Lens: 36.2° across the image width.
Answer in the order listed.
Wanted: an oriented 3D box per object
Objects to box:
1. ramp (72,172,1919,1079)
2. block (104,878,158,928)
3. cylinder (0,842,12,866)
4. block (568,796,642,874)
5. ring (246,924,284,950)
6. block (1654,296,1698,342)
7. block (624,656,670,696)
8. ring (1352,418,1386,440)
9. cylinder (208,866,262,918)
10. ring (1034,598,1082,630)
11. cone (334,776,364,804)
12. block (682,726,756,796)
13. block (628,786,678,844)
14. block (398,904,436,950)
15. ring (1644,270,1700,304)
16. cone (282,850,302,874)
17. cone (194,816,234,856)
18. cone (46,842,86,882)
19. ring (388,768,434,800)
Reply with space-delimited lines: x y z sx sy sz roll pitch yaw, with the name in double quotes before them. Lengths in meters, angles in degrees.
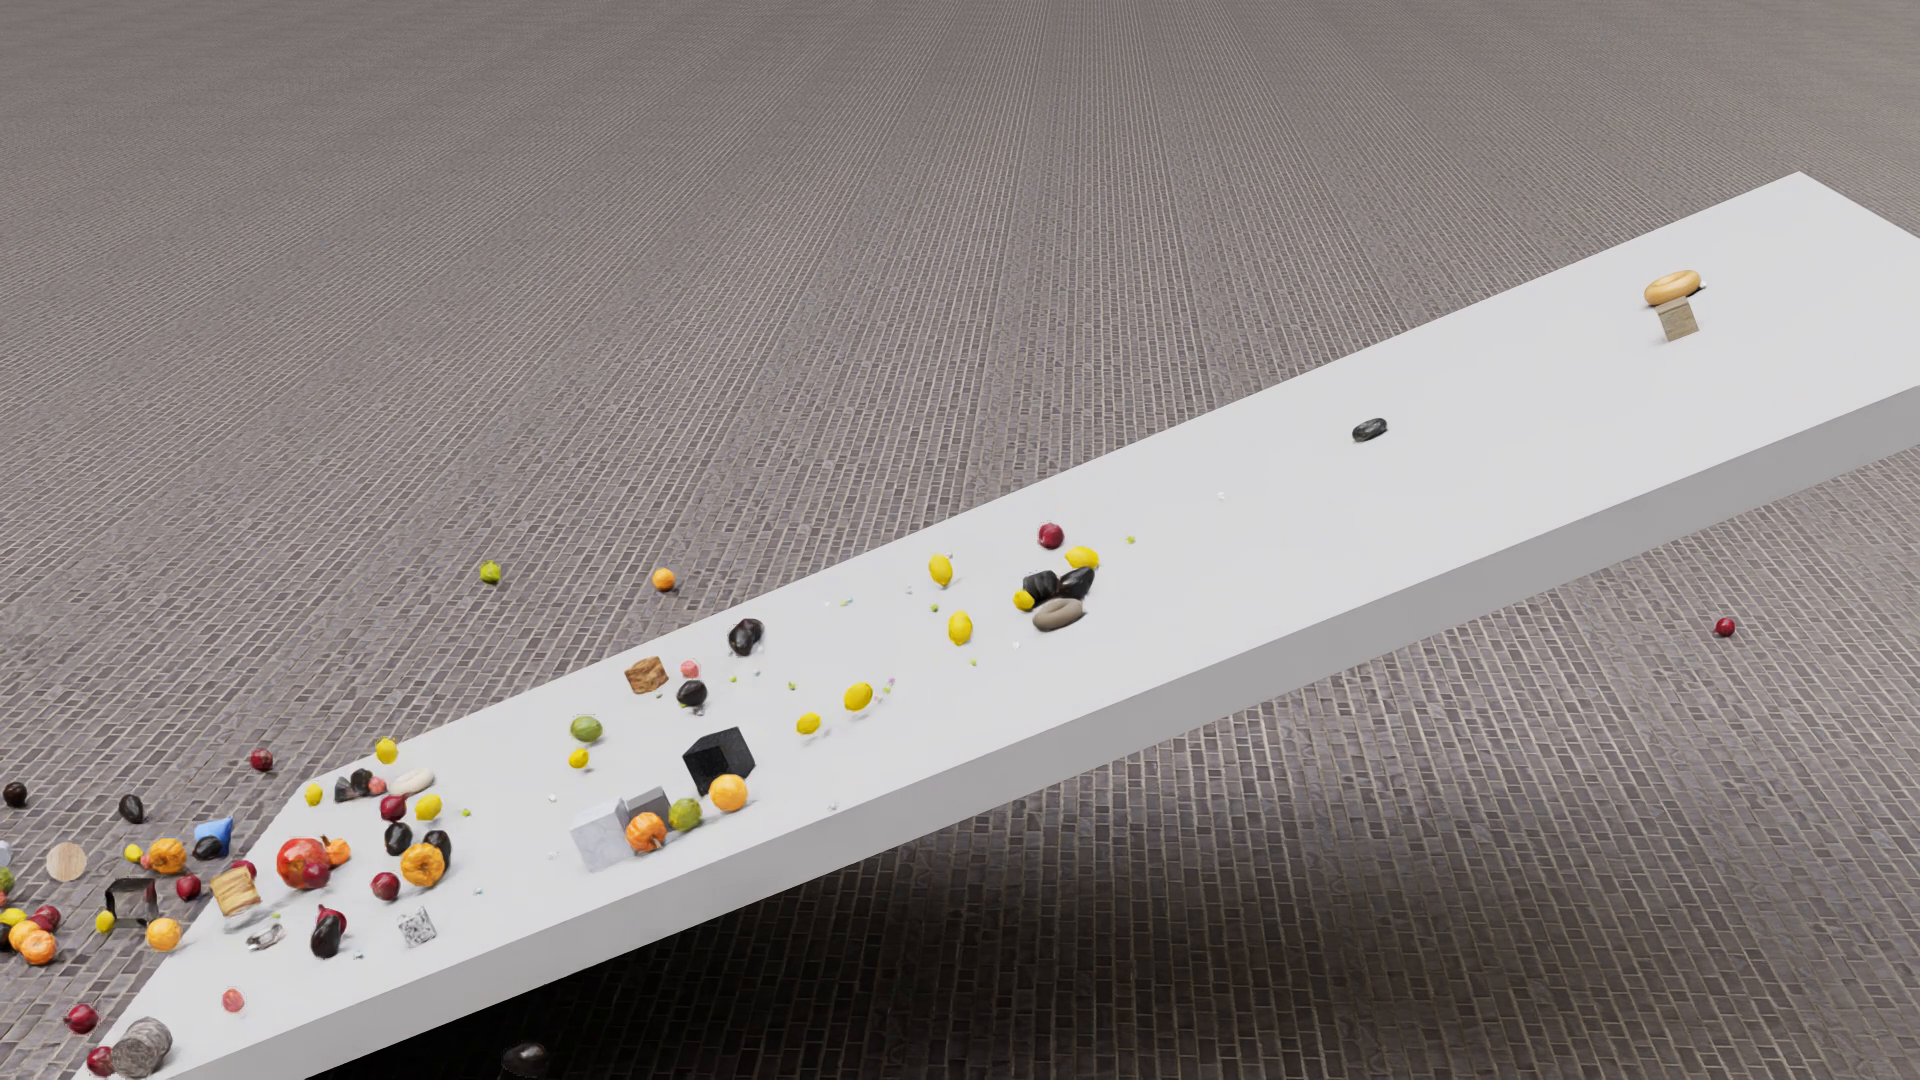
"ramp" 0.129 0.171 6.286 4.000 0.100 2.000 -22 13 8
"block" -1.929 0.844 6.849 0.088 0.088 0.088 -1 15 3
"cylinder" -2.353 0.770 7.214 0.050 0.050 0.050 -5 5 -17
"block" -0.685 0.569 5.680 0.096 0.096 0.096 -23 13 6
"ring" -1.457 0.833 6.169 0.083 0.028 0.083 -24 12 6
"block" 1.469 -0.453 6.026 0.065 0.065 0.065 -21 13 12
"block" -0.734 0.318 6.890 0.062 0.062 0.062 -13 16 40
"ring" 0.878 -0.237 6.306 0.080 0.027 0.080 -24 11 5
"cylinder" -1.570 0.763 6.374 0.087 0.087 0.087 -25 -7 -3
"ring" 0.198 0.150 5.934 0.106 0.035 0.106 -22 13 5
"cone" -1.468 0.609 7.110 0.067 0.067 0.067 8 16 13
"block" -0.478 0.440 5.849 0.091 0.091 0.091 -18 14 27
"block" -0.597 0.534 5.718 0.073 0.073 0.073 -25 12 -3
"block" -1.053 0.751 5.702 0.055 0.055 0.055 -25 13 -7
"ring" 1.534 -0.543 6.333 0.126 0.042 0.126 -23 11 5
"cone" -1.529 0.726 6.687 0.051 0.051 0.051 -23 12 5
"cone" -1.821 0.712 7.263 0.098 0.098 0.098 36 26 -21
"cone" -2.168 0.789 7.157 0.095 0.095 0.095 -3 -12 -10
"ring" -1.291 0.573 6.916 0.113 0.038 0.113 -23 14 6
